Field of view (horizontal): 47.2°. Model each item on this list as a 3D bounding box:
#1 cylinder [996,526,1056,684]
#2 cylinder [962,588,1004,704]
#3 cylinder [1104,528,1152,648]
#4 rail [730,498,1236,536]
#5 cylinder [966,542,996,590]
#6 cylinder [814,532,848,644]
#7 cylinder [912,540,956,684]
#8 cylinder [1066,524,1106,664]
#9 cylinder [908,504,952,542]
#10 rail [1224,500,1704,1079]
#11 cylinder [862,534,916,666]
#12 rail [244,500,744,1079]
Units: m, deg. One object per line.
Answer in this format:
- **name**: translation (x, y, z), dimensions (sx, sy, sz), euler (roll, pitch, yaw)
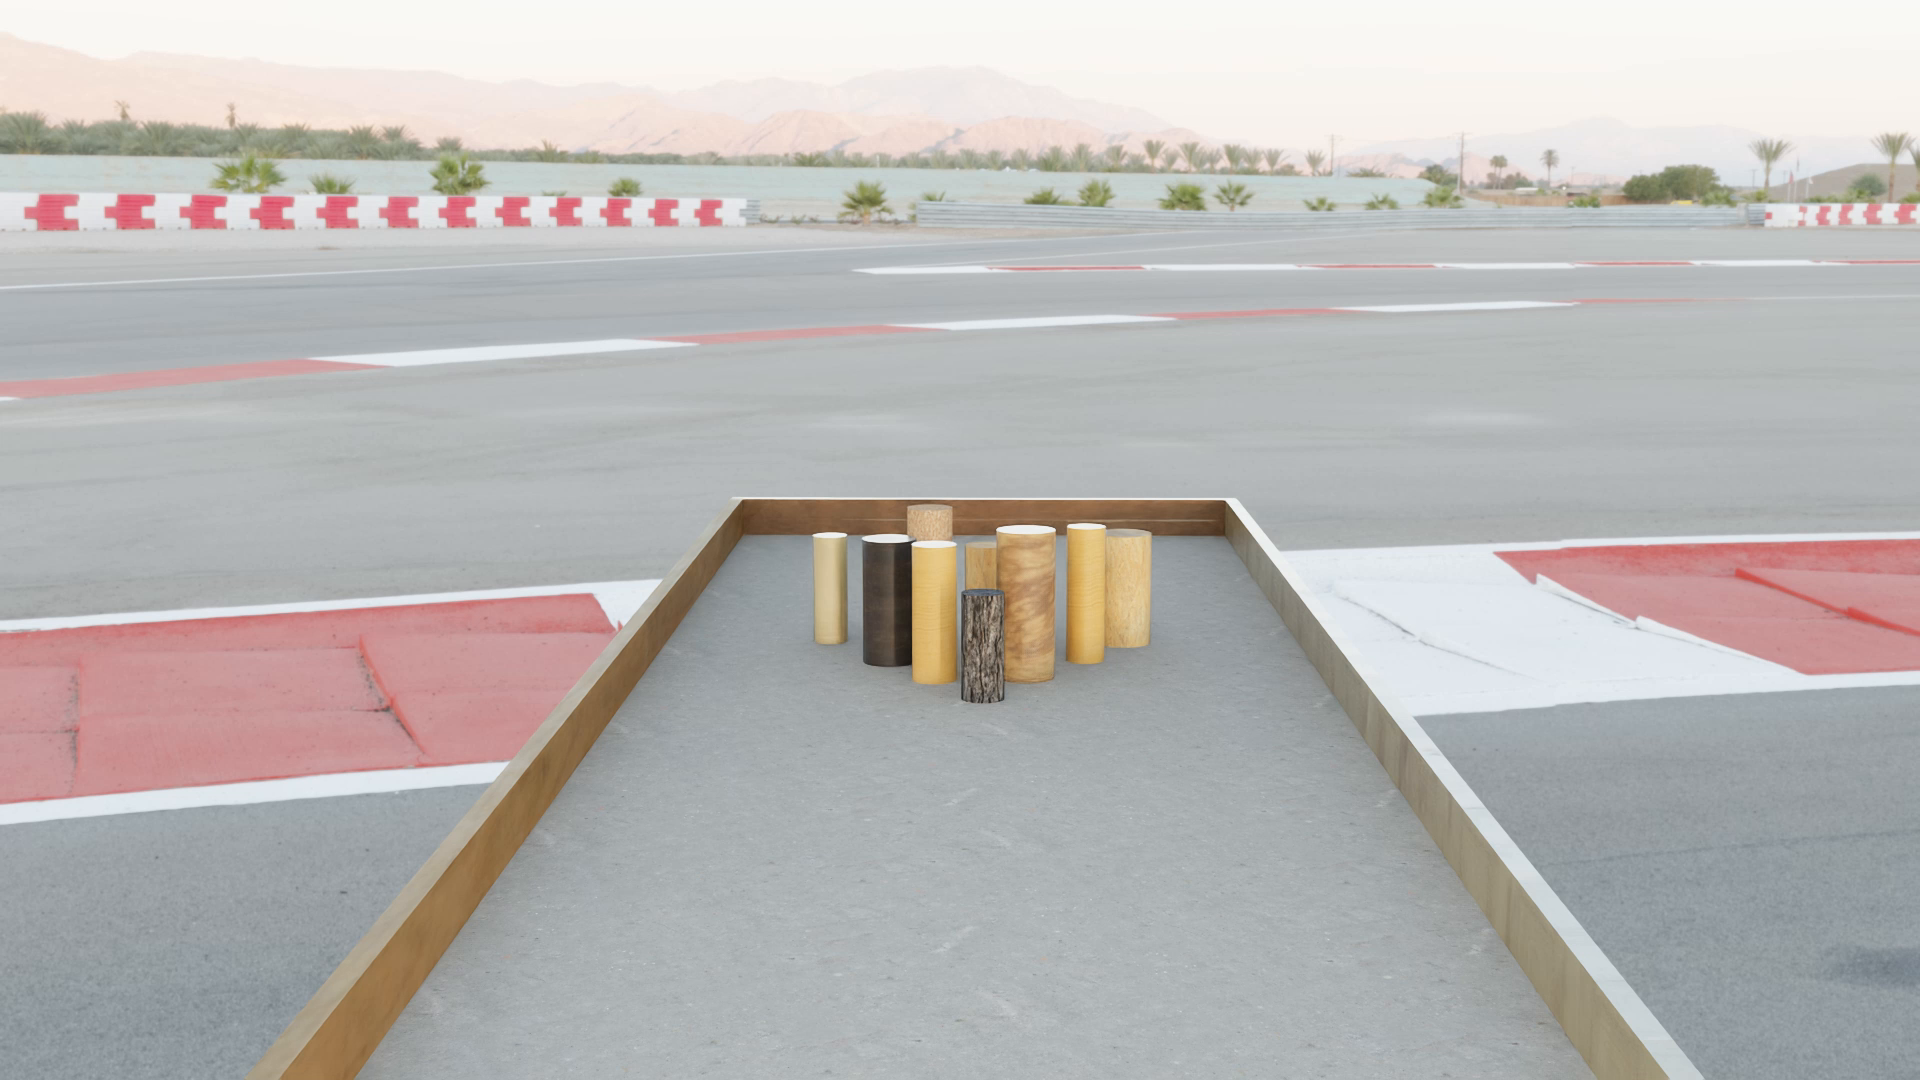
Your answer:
- **cylinder**: translation (0.192, 0.186, 6.433), dimensions (0.172, 0.438, 0.172), euler (0, 9, 0)
- **cylinder**: translation (0.064, 0.296, 6.169), dimensions (0.121, 0.304, 0.121), euler (0, 9, 0)
- **cylinder**: translation (0.516, 0.151, 6.943), dimensions (0.175, 0.350, 0.175), euler (0, 9, 0)
- **rail**: translation (0.099, -0.098, 9.147), dimensions (2.100, 0.150, 0.050), euler (0, 9, 1)
- **cylinder**: translation (0.079, 0.188, 6.698), dimensions (0.128, 0.352, 0.128), euler (0, 9, 0)
- **cylinder**: translation (-0.410, 0.153, 6.961), dimensions (0.108, 0.340, 0.108), euler (0, 9, 0)
- **cylinder**: translation (-0.075, 0.210, 6.403), dimensions (0.131, 0.401, 0.131), euler (0, 9, 0)
- **cylinder**: translation (0.382, 0.162, 6.671), dimensions (0.116, 0.412, 0.116), euler (0, 9, 0)
- **cylinder**: translation (-0.095, 0.112, 6.925), dimensions (0.143, 0.432, 0.143), euler (0, 9, 0)
- **rail**: translation (1.046, 0.843, 3.208), dimensions (0.050, 0.150, 12.000), euler (0, 9, 1)
- **cylinder**: translation (-0.213, 0.182, 6.655), dimensions (0.164, 0.378, 0.164), euler (0, 9, 0)
- **rail**: translation (-1.004, 0.839, 3.234), dimensions (0.050, 0.150, 12.000), euler (0, 9, 1)
